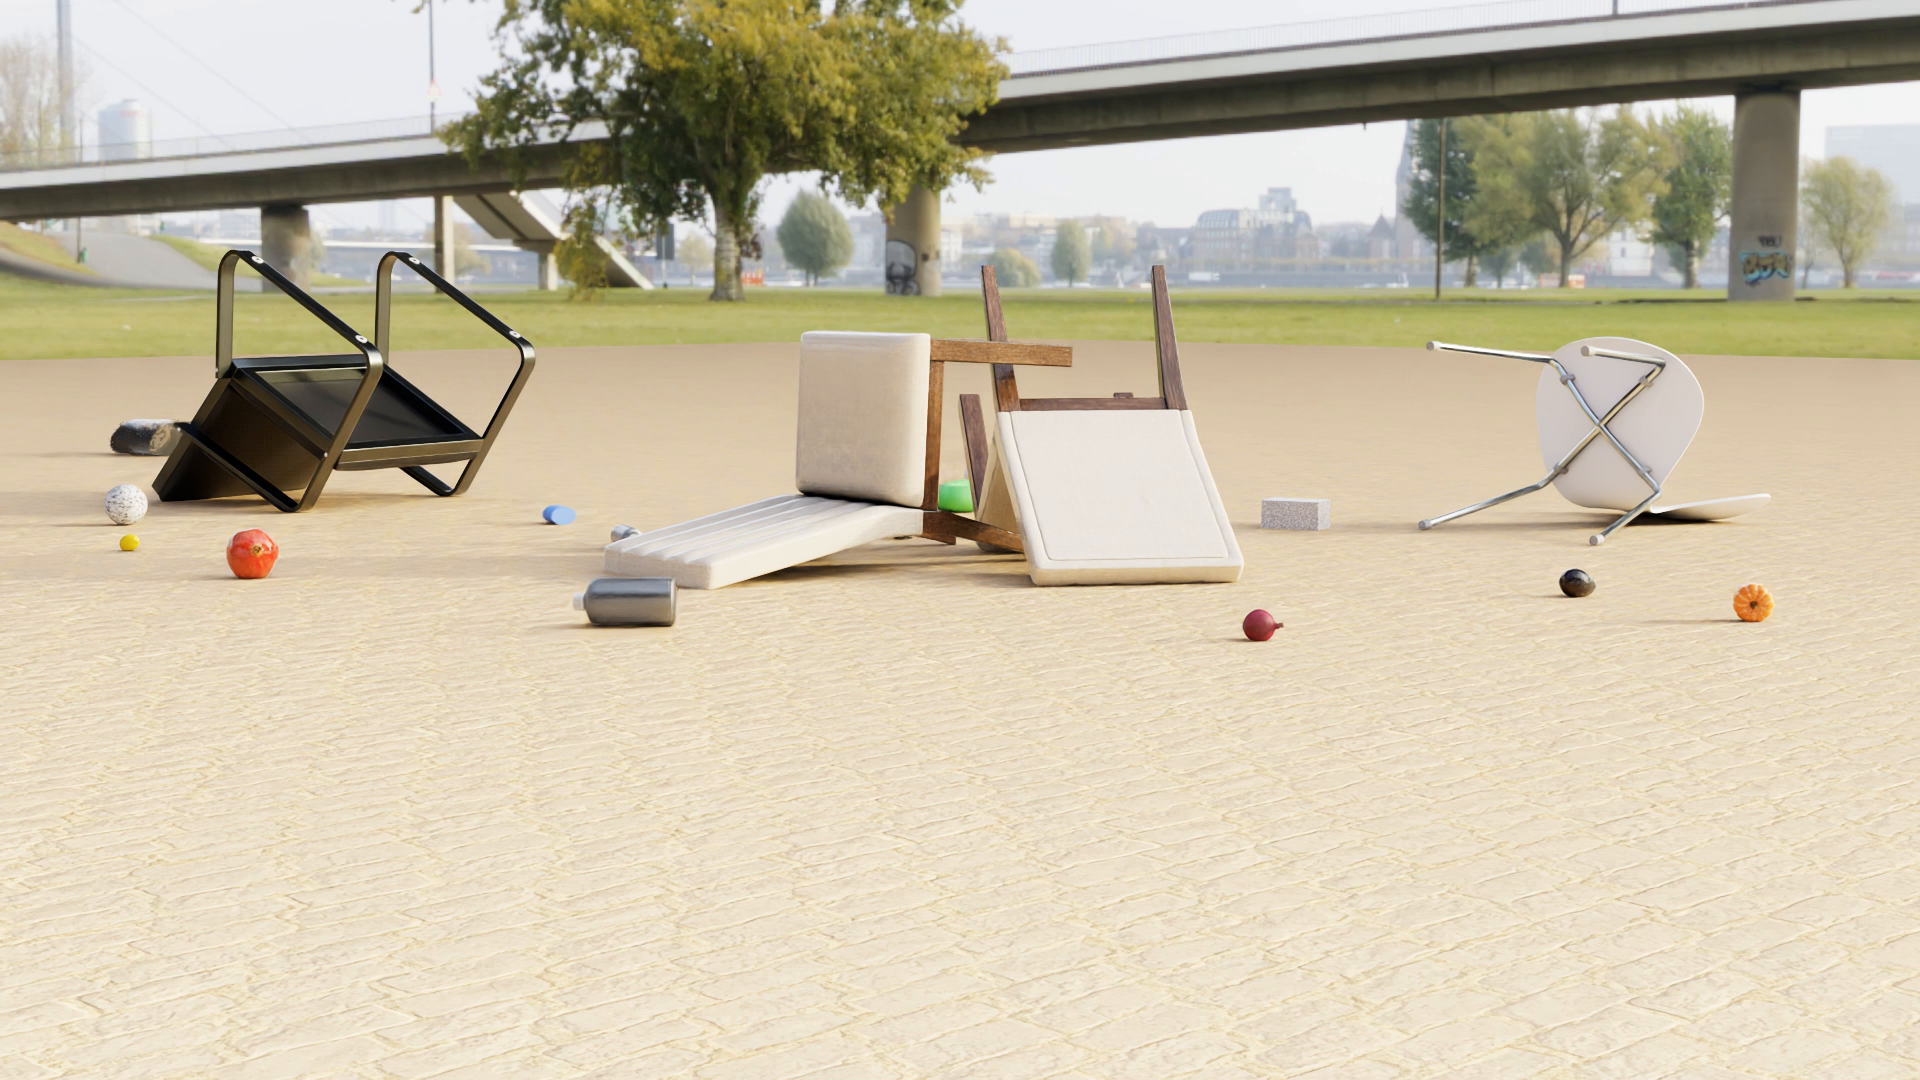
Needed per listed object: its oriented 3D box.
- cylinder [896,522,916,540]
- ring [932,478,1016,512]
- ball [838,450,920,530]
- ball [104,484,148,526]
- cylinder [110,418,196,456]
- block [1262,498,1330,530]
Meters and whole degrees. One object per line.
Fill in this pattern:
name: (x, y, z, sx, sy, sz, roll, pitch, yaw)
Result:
cylinder: (-0.136, -0.023, 6.441, 0.045, 0.040, 0.056, 1, 5, -12)
ring: (0.042, -0.128, 7.296, 0.213, 0.074, 0.382, 2, 7, 22)
ball: (-0.210, -0.131, 6.662, 0.209, 0.209, 0.209, 0, 6, 0)
ball: (-2.208, -0.094, 6.793, 0.108, 0.108, 0.108, 0, 6, 0)
cylinder: (-2.977, -0.379, 9.464, 0.262, 0.116, 0.206, 5, 27, 40)
block: (0.880, -0.069, 6.722, 0.156, 0.073, 0.096, 3, 7, 27)
